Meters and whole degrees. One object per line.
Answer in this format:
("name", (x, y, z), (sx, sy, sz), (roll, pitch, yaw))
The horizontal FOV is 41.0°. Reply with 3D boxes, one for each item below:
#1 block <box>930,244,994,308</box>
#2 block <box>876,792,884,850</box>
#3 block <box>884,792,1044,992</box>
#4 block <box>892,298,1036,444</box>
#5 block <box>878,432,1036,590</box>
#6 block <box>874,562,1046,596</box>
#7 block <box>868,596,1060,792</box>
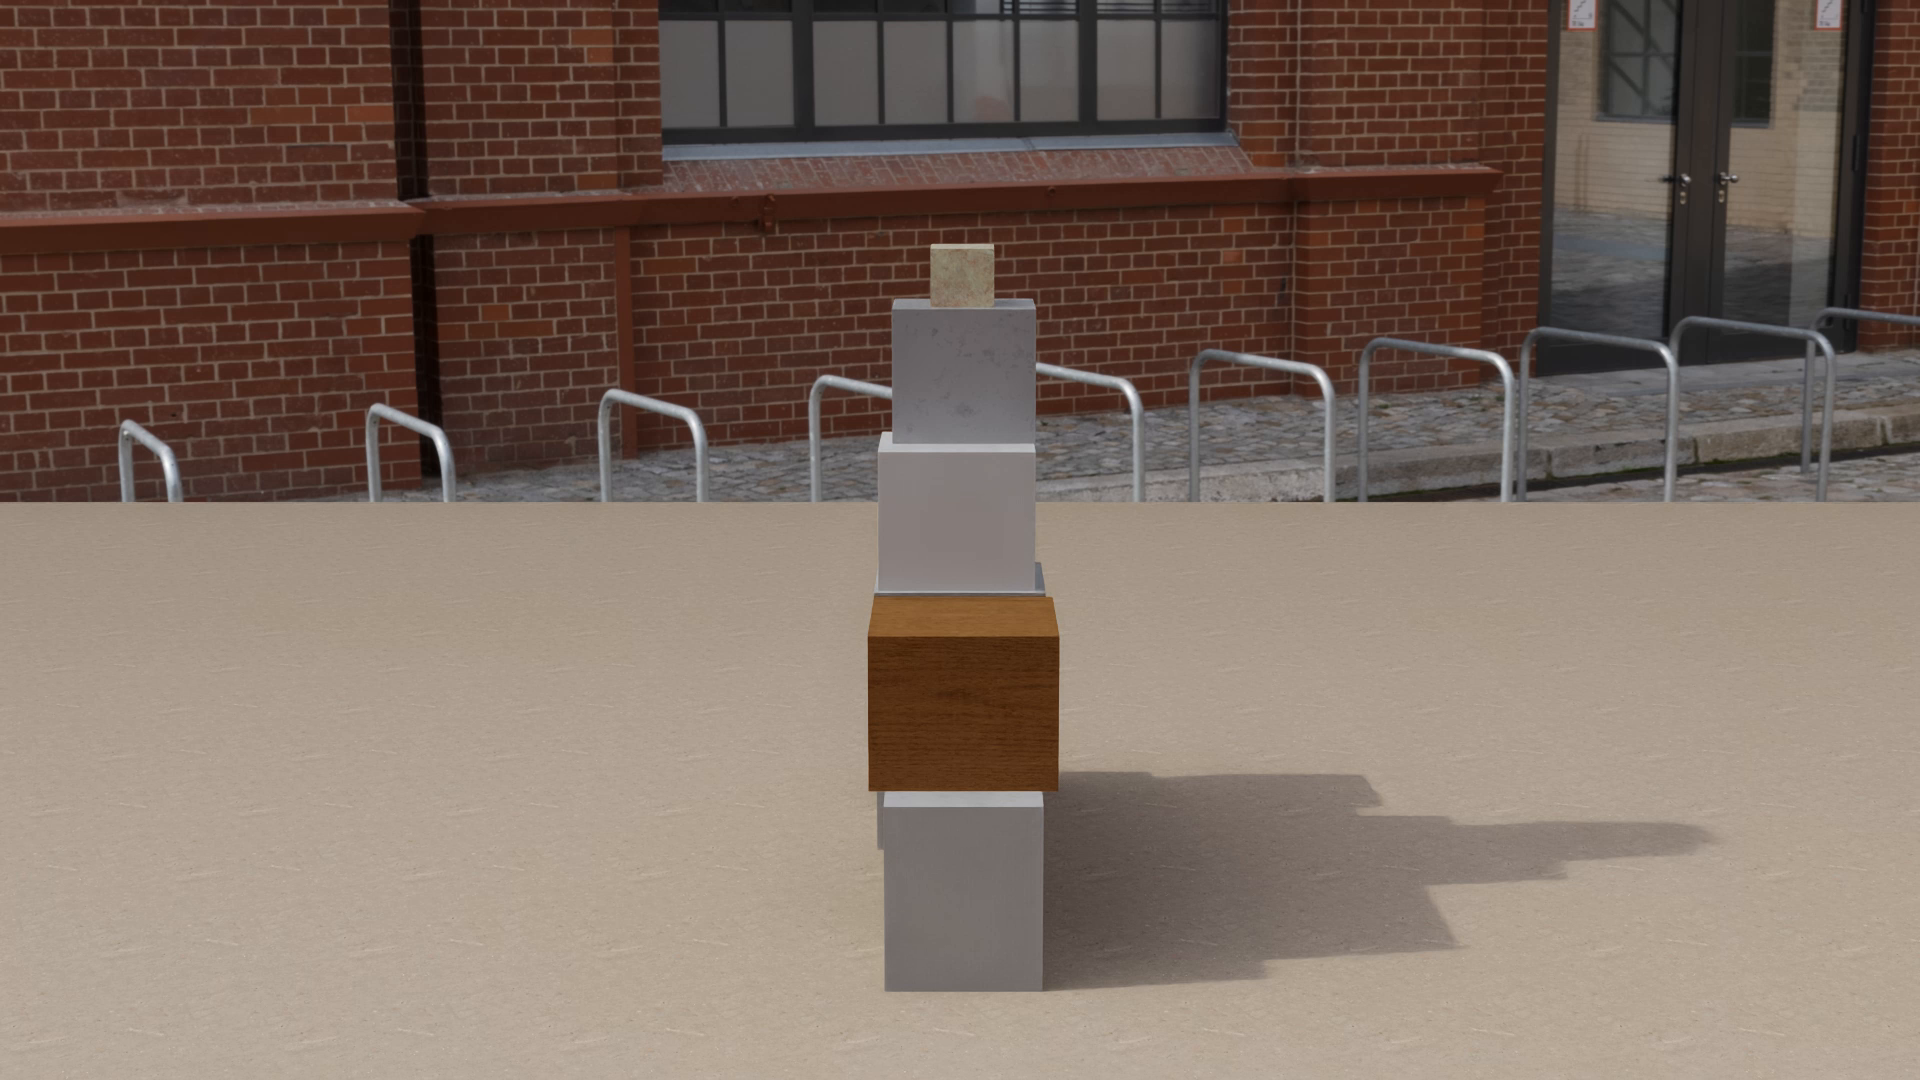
("block", (0.010, -1.133, 10.974), (0.269, 0.245, 0.307), (0, 10, 0))
("block", (-0.008, 0.974, 12.019), (0.741, 0.783, 0.677), (0, 10, 0))
("block", (0.014, 1.327, 10.192), (0.613, 0.742, 0.647), (0, 10, 0))
("block", (0.017, -0.733, 11.047), (0.606, 0.568, 0.517), (0, 10, 0))
("block", (-0.014, -0.130, 10.954), (0.653, 0.585, 0.613), (0, 10, 0))
("block", (-0.001, 0.534, 11.067), (0.716, 0.762, 0.677), (0, 10, 0))
("block", (0.014, 0.609, 10.338), (0.742, 0.619, 0.763), (0, 10, 0))
